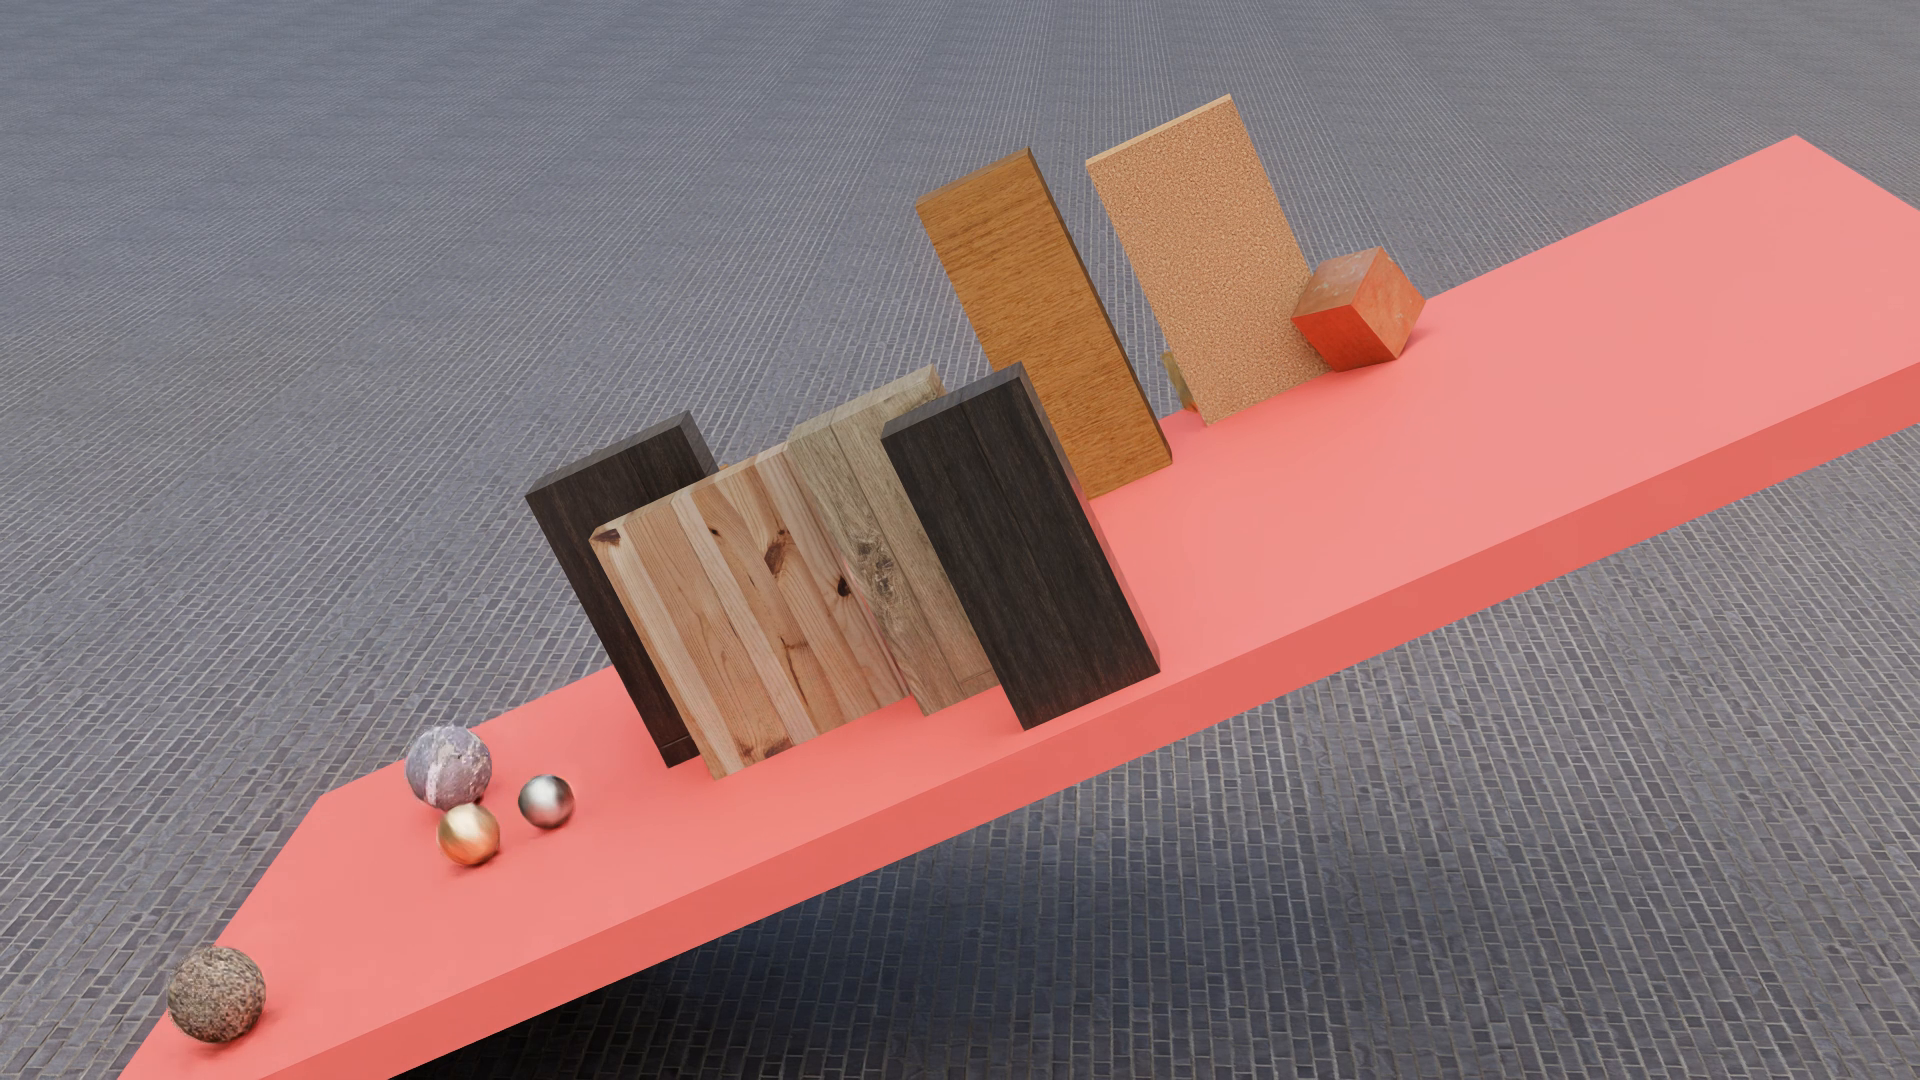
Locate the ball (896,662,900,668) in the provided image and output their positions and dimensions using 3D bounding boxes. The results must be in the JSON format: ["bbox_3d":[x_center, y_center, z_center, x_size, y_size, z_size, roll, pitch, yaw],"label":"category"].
[{"bbox_3d":[-0.068,0.221,5.952,0.134,0.134,0.134,0,16,0],"label":"ball"}]

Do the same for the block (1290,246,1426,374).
[{"bbox_3d":[0.913,-0.527,6.740,0.185,0.185,0.185,-11,41,49],"label":"block"}]

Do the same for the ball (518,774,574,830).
[{"bbox_3d":[-0.878,0.555,6.238,0.117,0.117,0.117,0,16,0],"label":"ball"}]

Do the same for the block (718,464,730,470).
[{"bbox_3d":[-0.582,0.113,6.624,0.348,0.460,0.105,-24,13,9],"label":"block"}]

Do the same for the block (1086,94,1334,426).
[{"bbox_3d":[0.600,-0.648,6.838,0.365,0.675,0.097,-24,13,9],"label":"block"}]

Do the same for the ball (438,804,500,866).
[{"bbox_3d":[-1.043,0.625,6.247,0.131,0.131,0.131,0,16,0],"label":"ball"}]

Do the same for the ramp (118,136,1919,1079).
[{"bbox_3d":[0.136,0.169,6.282,4.000,0.100,2.000,-24,13,9],"label":"ramp"}]

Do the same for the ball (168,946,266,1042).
[{"bbox_3d":[-1.482,0.906,5.866,0.191,0.191,0.191,0,16,0],"label":"ball"}]

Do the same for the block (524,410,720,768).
[{"bbox_3d":[-0.597,0.106,6.230,0.364,0.662,0.138,-24,13,9],"label":"block"}]

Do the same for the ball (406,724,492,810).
[{"bbox_3d":[-1.172,0.522,6.750,0.195,0.195,0.195,0,16,0],"label":"ball"}]

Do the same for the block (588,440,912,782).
[{"bbox_3d":[-0.420,0.145,5.962,0.444,0.565,0.093,-24,13,9],"label":"block"}]

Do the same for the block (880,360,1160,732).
[{"bbox_3d":[0.114,0.013,5.366,0.275,0.607,0.132,-24,13,9],"label":"block"}]

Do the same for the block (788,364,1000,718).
[{"bbox_3d":[-0.061,0.002,5.741,0.300,0.607,0.148,-24,13,9],"label":"block"}]

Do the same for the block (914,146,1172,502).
[{"bbox_3d":[0.195,-0.477,6.710,0.278,0.783,0.127,-24,13,9],"label":"block"}]

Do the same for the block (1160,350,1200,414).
[{"bbox_3d":[0.595,-0.405,7.079,0.146,0.146,0.146,-28,13,-8],"label":"block"}]
